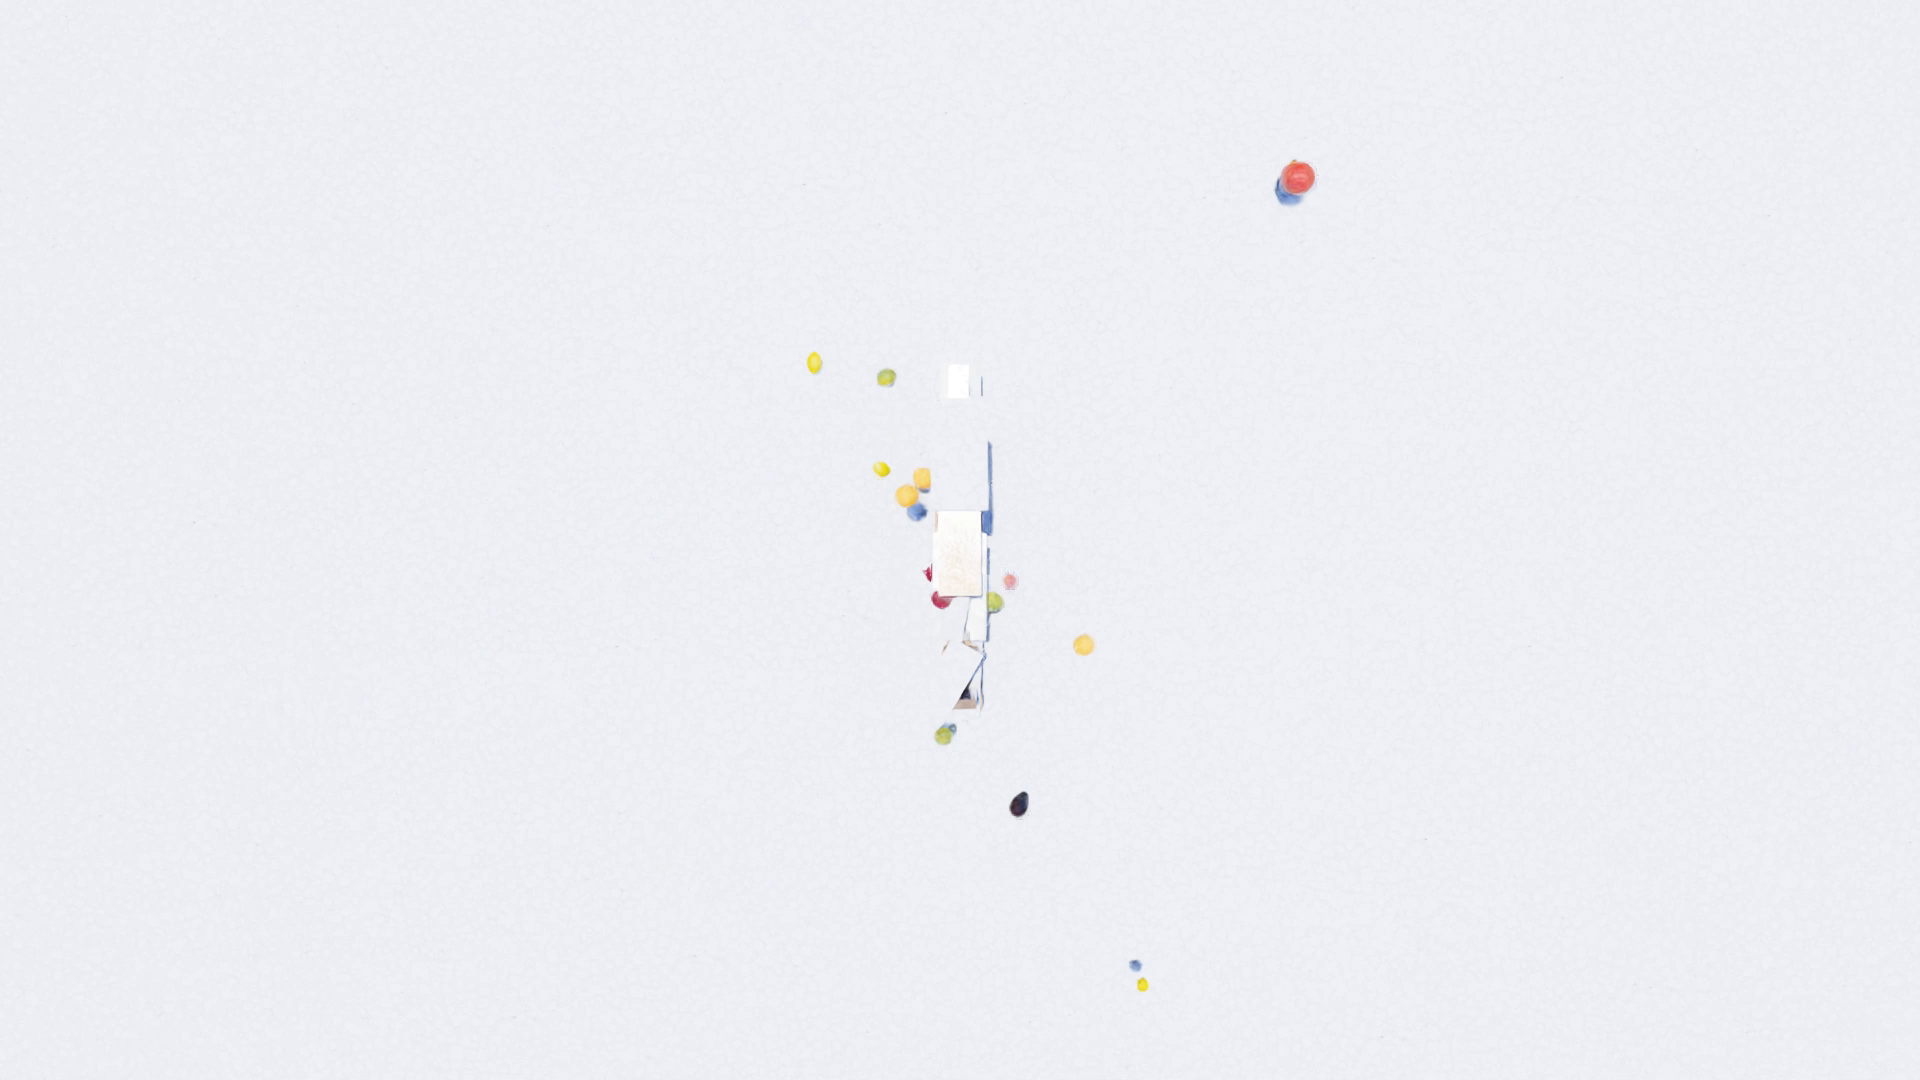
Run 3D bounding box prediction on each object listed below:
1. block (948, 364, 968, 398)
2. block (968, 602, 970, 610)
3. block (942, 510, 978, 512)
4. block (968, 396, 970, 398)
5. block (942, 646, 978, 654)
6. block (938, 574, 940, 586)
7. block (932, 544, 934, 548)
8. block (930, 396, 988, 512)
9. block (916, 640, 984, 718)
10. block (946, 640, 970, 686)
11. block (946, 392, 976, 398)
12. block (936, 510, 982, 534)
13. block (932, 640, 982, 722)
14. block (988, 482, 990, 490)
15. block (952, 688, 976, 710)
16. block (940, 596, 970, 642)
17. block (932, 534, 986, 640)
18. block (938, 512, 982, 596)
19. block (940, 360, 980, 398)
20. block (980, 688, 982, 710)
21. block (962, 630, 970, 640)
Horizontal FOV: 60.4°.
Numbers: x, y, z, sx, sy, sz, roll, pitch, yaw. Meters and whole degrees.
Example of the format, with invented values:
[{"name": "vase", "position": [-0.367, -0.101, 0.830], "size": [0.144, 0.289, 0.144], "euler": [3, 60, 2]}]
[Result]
[{"name": "block", "position": [-0.004, -0.453, 4.826], "size": [0.059, 0.017, 0.118], "euler": [0, 90, 0]}, {"name": "block", "position": [-0.005, 0.188, 4.766], "size": [0.066, 0.131, 0.019], "euler": [0, 90, 0]}, {"name": "block", "position": [-0.004, -0.138, 4.924], "size": [0.113, 0.032, 0.226], "euler": [0, 90, 0]}, {"name": "block", "position": [-0.003, -0.413, 4.893], "size": [0.059, 0.118, 0.017], "euler": [0, 90, 0]}, {"name": "block", "position": [0.002, 0.336, 4.897], "size": [0.105, 0.210, 0.030], "euler": [1, 90, 0]}, {"name": "block", "position": [-0.002, 0.110, 4.715], "size": [0.116, 0.232, 0.033], "euler": [-7, 86, 0]}, {"name": "block", "position": [-0.002, 0.030, 5.033], "size": [0.157, 0.313, 0.044], "euler": [-2, 90, 0]}, {"name": "block", "position": [-0.002, -0.238, 4.573], "size": [0.156, 0.044, 0.312], "euler": [-1, 89, 0]}, {"name": "block", "position": [-0.029, 0.398, 4.777], "size": [0.105, 0.030, 0.210], "euler": [30, 90, 1]}, {"name": "block", "position": [-0.006, 0.370, 5.012], "size": [0.072, 0.020, 0.143], "euler": [1, 90, 0]}, {"name": "block", "position": [0.002, -0.349, 4.966], "size": [0.094, 0.027, 0.187], "euler": [0, 90, 0]}, {"name": "block", "position": [-0.003, -0.156, 5.187], "size": [0.146, 0.041, 0.292], "euler": [0, 90, 0]}, {"name": "block", "position": [-0.007, 0.418, 5.186], "size": [0.147, 0.042, 0.293], "euler": [2, 90, 0]}, {"name": "block", "position": [0.002, -0.142, 4.751], "size": [0.156, 0.312, 0.044], "euler": [7, 86, 0]}, {"name": "block", "position": [-0.002, 0.477, 4.978], "size": [0.105, 0.373, 0.030], "euler": [1, 90, 1]}, {"name": "block", "position": [-0.016, 0.220, 4.691], "size": [0.066, 0.019, 0.131], "euler": [10, 90, 0]}, {"name": "block", "position": [-0.002, 0.137, 4.854], "size": [0.157, 0.044, 0.313], "euler": [0, 90, 0]}, {"name": "block", "position": [-0.001, 0.038, 4.583], "size": [0.116, 0.033, 0.232], "euler": [-1, 89, 0]}, {"name": "block", "position": [0.002, -0.436, 5.224], "size": [0.129, 0.036, 0.257], "euler": [0, 90, 0]}, {"name": "block", "position": [-0.003, 0.516, 5.353], "size": [0.147, 0.293, 0.042], "euler": [0, 90, 0]}, {"name": "block", "position": [-0.007, 0.273, 4.766], "size": [0.066, 0.131, 0.019], "euler": [3, 90, 0]}]
